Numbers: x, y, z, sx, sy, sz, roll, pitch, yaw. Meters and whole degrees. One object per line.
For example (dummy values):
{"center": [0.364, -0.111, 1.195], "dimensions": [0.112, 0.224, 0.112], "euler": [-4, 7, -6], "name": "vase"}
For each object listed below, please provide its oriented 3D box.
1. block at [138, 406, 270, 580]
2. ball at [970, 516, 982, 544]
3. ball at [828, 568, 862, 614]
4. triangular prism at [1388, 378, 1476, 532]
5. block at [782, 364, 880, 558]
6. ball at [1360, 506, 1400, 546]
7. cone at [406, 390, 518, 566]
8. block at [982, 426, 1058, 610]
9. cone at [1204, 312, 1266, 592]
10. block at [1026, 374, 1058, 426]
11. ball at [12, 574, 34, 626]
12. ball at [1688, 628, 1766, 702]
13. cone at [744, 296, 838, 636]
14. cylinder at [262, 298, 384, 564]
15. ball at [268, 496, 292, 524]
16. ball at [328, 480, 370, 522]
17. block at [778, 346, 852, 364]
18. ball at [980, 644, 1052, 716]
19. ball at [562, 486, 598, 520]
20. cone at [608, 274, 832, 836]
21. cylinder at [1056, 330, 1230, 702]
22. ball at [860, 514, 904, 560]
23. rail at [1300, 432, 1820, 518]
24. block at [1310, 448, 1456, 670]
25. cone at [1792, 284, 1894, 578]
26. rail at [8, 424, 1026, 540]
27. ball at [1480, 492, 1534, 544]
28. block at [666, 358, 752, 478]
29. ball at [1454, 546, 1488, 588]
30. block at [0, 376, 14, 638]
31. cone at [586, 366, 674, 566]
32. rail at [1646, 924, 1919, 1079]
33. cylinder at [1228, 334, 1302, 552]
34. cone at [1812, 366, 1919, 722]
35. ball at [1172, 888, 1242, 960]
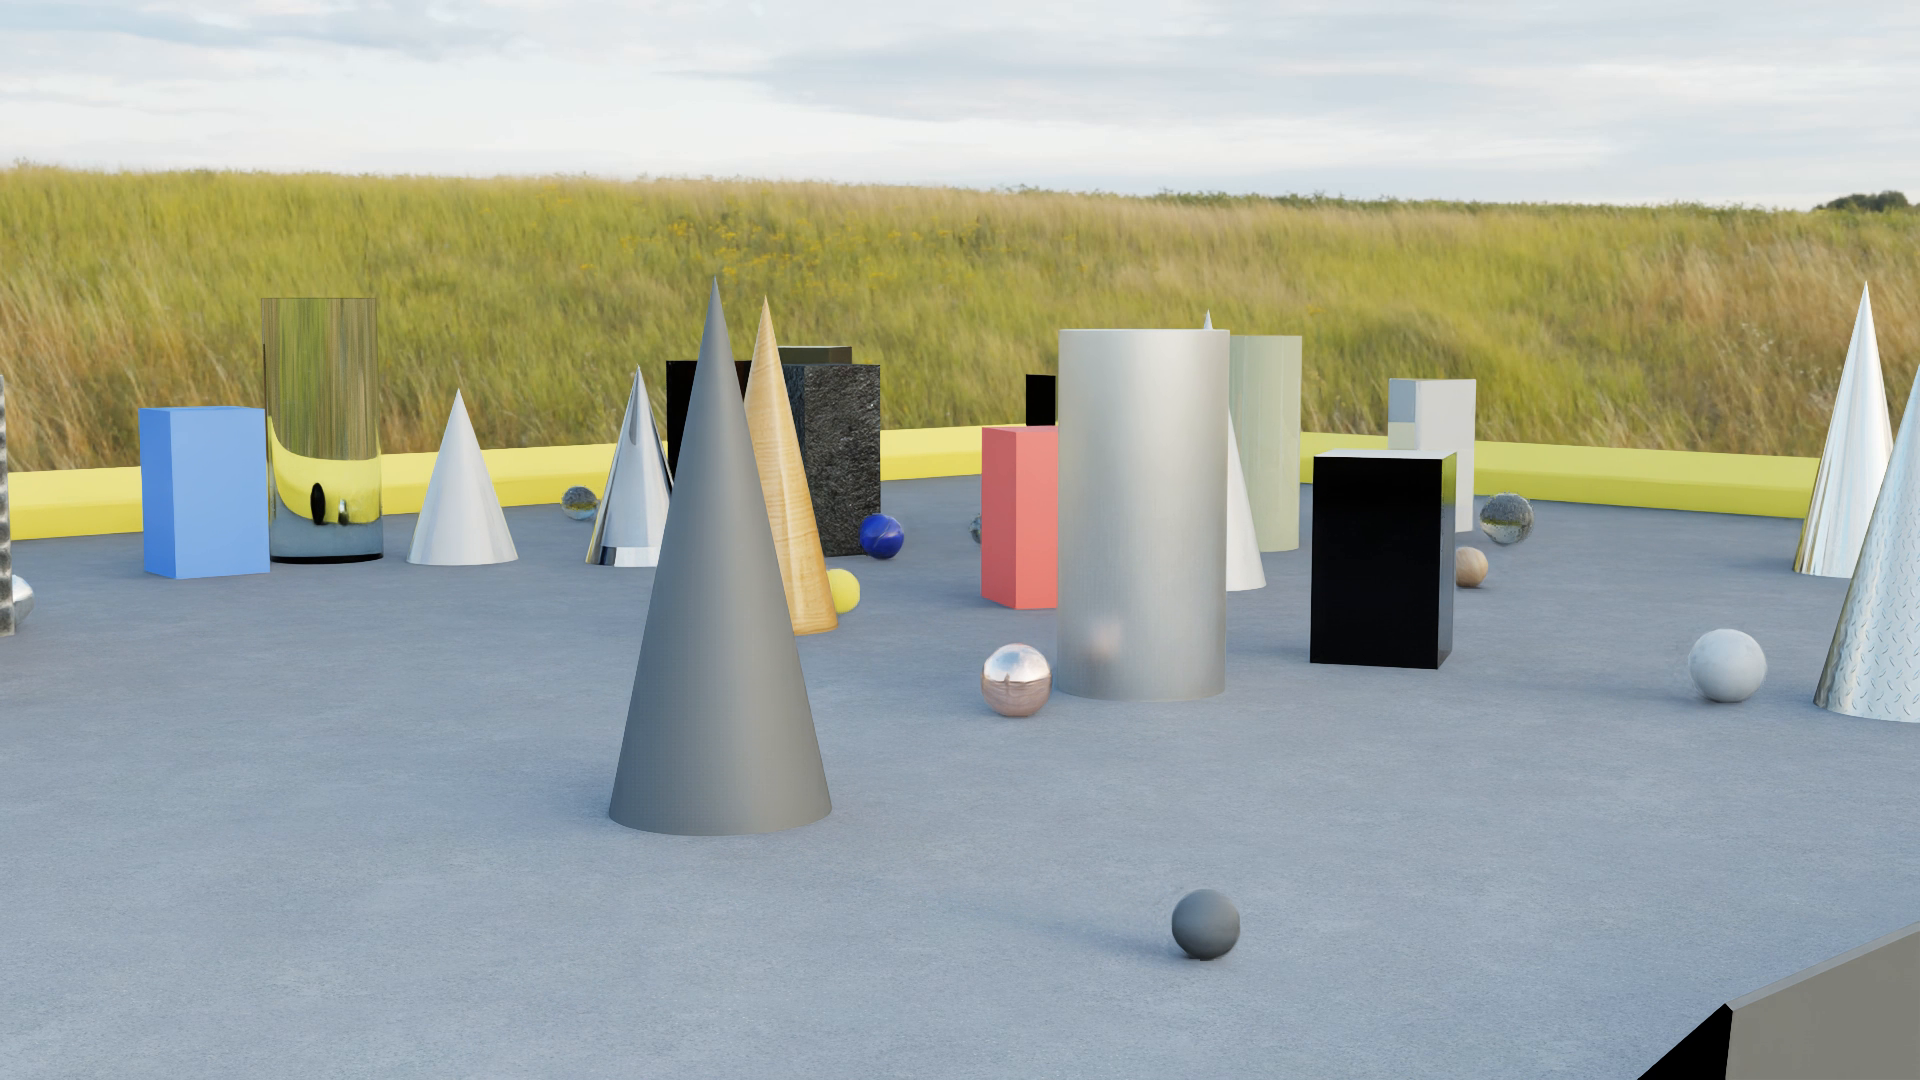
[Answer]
{"center": [-1.292, -0.085, 3.758], "dimensions": [0.159, 0.279, 0.159], "euler": [-5, 8, -38], "name": "block"}
{"center": [0.048, -0.020, 4.202], "dimensions": [0.057, 0.057, 0.057], "euler": [0, 6, 0], "name": "ball"}
{"center": [-0.179, 0.076, 3.234], "dimensions": [0.067, 0.067, 0.067], "euler": [0, 6, 0], "name": "ball"}
{"center": [0.929, -0.173, 4.472], "dimensions": [0.172, 0.307, 0.149], "euler": [-5, 7, -37], "name": "triangular prism"}
{"center": [-0.256, -0.150, 4.055], "dimensions": [0.159, 0.346, 0.159], "euler": [-4, 7, -34], "name": "block"}
{"center": [0.798, -0.027, 4.189], "dimensions": [0.075, 0.075, 0.075], "euler": [0, 6, 0], "name": "ball"}
{"center": [-0.897, -0.119, 3.947], "dimensions": [0.199, 0.308, 0.199], "euler": [0, 6, 0], "name": "cone"}
{"center": [0.134, -0.038, 3.378], "dimensions": [0.159, 0.265, 0.159], "euler": [-2, 6, -18], "name": "block"}
{"center": [0.401, -0.152, 3.580], "dimensions": [0.199, 0.449, 0.199], "euler": [0, 6, 0], "name": "cone"}
{"center": [0.244, -0.179, 4.482], "dimensions": [0.159, 0.316, 0.159], "euler": [-4, 7, -31], "name": "block"}
{"center": [-1.349, 0.086, 3.110], "dimensions": [0.074, 0.074, 0.074], "euler": [0, 6, 0], "name": "ball"}
{"center": [0.874, 0.143, 2.507], "dimensions": [0.084, 0.084, 0.084], "euler": [0, 6, 0], "name": "ball"}
{"center": [-0.271, -0.110, 3.089], "dimensions": [0.199, 0.468, 0.199], "euler": [0, 6, 0], "name": "cone"}
{"center": [-1.144, -0.199, 3.950], "dimensions": [0.199, 0.467, 0.199], "euler": [0, 6, 0], "name": "cylinder"}
{"center": [-1.424, -0.061, 4.593], "dimensions": [0.058, 0.058, 0.058], "euler": [0, 6, 0], "name": "ball"}
{"center": [-1.299, -0.084, 4.673], "dimensions": [0.088, 0.088, 0.088], "euler": [0, 6, 0], "name": "ball"}
{"center": [-0.328, -0.225, 4.664], "dimensions": [0.159, 0.369, 0.159], "euler": [2, 6, 14], "name": "block"}
{"center": [0.062, 0.154, 2.424], "dimensions": [0.080, 0.080, 0.080], "euler": [0, 6, 0], "name": "ball"}
{"center": [-0.810, -0.078, 4.682], "dimensions": [0.074, 0.074, 0.074], "euler": [0, 6, 0], "name": "ball"}
{"center": [-0.214, 0.004, 1.945], "dimensions": [0.199, 0.477, 0.199], "euler": [0, 6, 0], "name": "cone"}
{"center": [0.214, -0.035, 2.588], "dimensions": [0.199, 0.422, 0.199], "euler": [0, 6, 0], "name": "cylinder"}
{"center": [-0.140, -0.005, 3.953], "dimensions": [0.080, 0.080, 0.080], "euler": [0, 6, 0], "name": "ball"}
{"center": [1.664, -0.125, 4.859], "dimensions": [0.045, 0.129, 3.913], "euler": [-5, 8, -42], "name": "rail"}
{"center": [0.545, 0.020, 2.826], "dimensions": [0.159, 0.263, 0.159], "euler": [2, 6, 19], "name": "block"}
{"center": [1.532, -0.193, 3.742], "dimensions": [0.199, 0.496, 0.199], "euler": [0, 6, 0], "name": "cone"}
{"center": [-1.311, -0.113, 4.745], "dimensions": [4.575, 0.129, 0.045], "euler": [-5, 8, -42], "name": "rail"}
{"center": [1.045, -0.041, 4.205], "dimensions": [0.100, 0.100, 0.100], "euler": [0, 6, 0], "name": "ball"}
{"center": [-0.492, -0.191, 4.457], "dimensions": [0.159, 0.346, 0.159], "euler": [1, 6, 10], "name": "block"}
{"center": [0.818, 0.044, 3.548], "dimensions": [0.067, 0.067, 0.067], "euler": [0, 6, 0], "name": "ball"}
{"center": [-1.407, -0.042, 2.971], "dimensions": [0.159, 0.357, 0.159], "euler": [2, 6, 20], "name": "block"}
{"center": [-0.571, -0.138, 3.923], "dimensions": [0.199, 0.351, 0.199], "euler": [0, 6, 0], "name": "cone"}
{"center": [1.311, 0.181, 1.919], "dimensions": [4.575, 0.129, 0.045], "euler": [-5, 8, -42], "name": "rail"}
{"center": [0.543, -0.186, 4.154], "dimensions": [0.199, 0.398, 0.199], "euler": [0, 6, 0], "name": "cylinder"}
{"center": [1.069, -0.011, 2.460], "dimensions": [0.199, 0.400, 0.199], "euler": [0, 6, 0], "name": "cone"}
{"center": [0.170, 0.265, 1.517], "dimensions": [0.048, 0.048, 0.048], "euler": [0, 6, 0], "name": "ball"}
